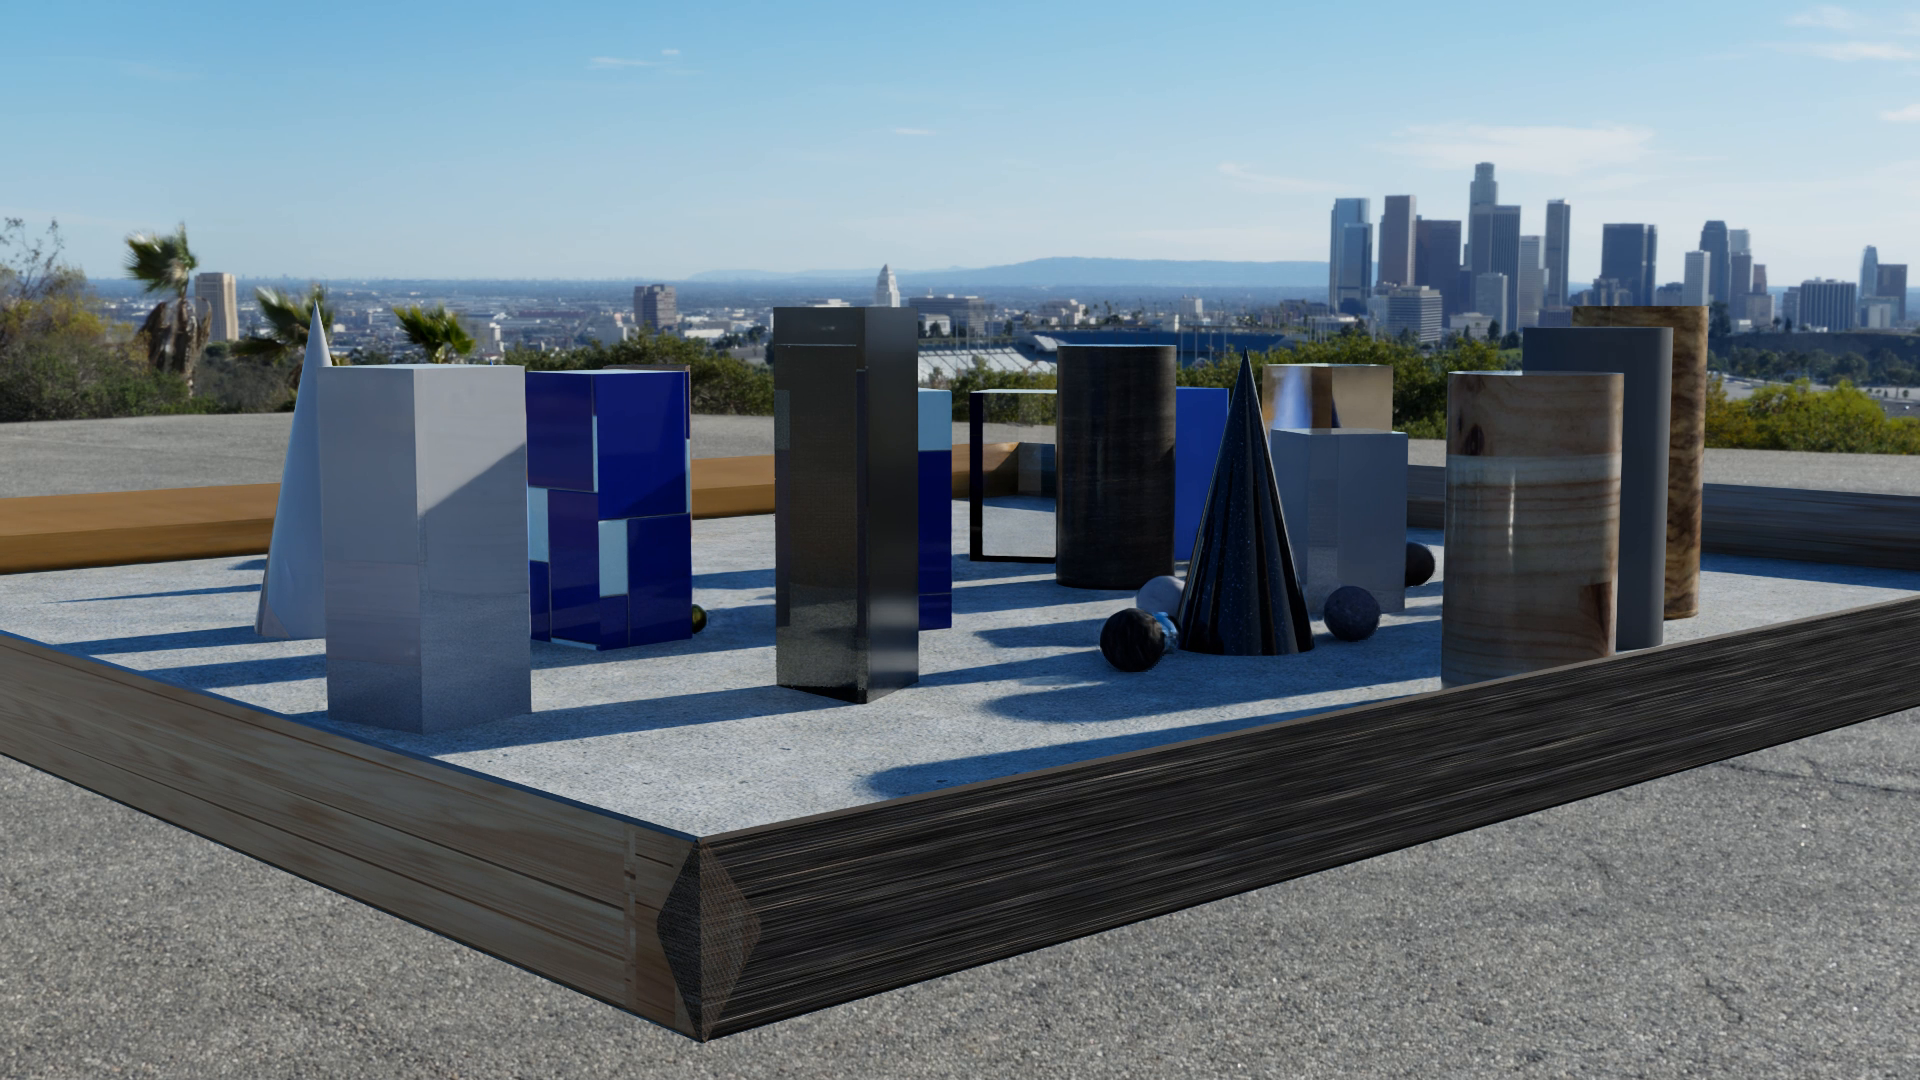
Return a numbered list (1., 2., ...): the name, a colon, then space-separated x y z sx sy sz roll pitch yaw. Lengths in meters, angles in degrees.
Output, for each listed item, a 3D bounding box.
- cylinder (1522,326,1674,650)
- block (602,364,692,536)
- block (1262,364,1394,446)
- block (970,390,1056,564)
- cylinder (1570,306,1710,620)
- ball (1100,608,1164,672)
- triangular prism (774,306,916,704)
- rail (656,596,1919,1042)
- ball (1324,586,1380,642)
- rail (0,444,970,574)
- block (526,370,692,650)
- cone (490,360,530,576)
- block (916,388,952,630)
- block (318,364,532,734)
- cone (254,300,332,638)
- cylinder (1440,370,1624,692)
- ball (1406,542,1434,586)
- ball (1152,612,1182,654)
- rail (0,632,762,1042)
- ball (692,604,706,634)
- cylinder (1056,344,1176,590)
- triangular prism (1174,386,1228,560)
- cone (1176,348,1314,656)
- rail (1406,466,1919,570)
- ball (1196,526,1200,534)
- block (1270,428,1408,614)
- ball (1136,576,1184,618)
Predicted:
1. cylinder: 0.849 -0.075 2.951 0.193 0.420 0.193 0 6 0
2. block: -0.599 -0.167 4.230 0.154 0.336 0.154 0 6 -4
3. block: 0.620 -0.121 3.724 0.154 0.350 0.154 -5 8 -39
4. block: 0.111 -0.117 3.934 0.154 0.298 0.154 2 6 14
5. cylinder: 0.990 -0.118 3.228 0.193 0.448 0.193 0 6 0
6. ball: 0.212 0.123 2.703 0.079 0.079 0.079 0 6 0
7. triangular prism: -0.108 -0.048 2.572 0.145 0.446 0.167 -5 8 -40
8. rail: 0.915 0.136 2.346 2.961 0.125 0.045 -6 8 -42
9. ball: 0.526 0.099 2.955 0.074 0.074 0.074 0 6 0
10. rail: -0.915 -0.071 4.318 2.961 0.125 0.045 -6 8 -42
11. block: -0.472 -0.046 2.961 0.154 0.361 0.154 6 8 43
12. cone: -0.792 -0.127 3.735 0.193 0.360 0.193 0 6 0
13. block: -0.111 -0.046 3.104 0.154 0.331 0.154 -2 6 -21
14. block: -0.581 0.003 2.394 0.154 0.383 0.154 4 7 35
15. cone: -0.887 -0.105 3.050 0.193 0.460 0.193 0 6 0
16. cylinder: 0.649 -0.003 2.500 0.193 0.372 0.193 0 6 0
17. ball: 0.725 0.039 3.532 0.072 0.072 0.072 0 6 0
18. ball: 0.258 0.121 2.840 0.055 0.055 0.055 0 6 0
19. rail: -1.071 0.136 2.350 0.045 0.125 2.746 -6 8 -42
20. ball: -0.367 0.108 3.013 0.041 0.041 0.041 0 6 0
21. cylinder: 0.253 -0.122 3.566 0.193 0.386 0.193 0 6 0
22. triangular prism: 0.380 -0.123 3.973 0.167 0.304 0.145 -1 6 -12
23. cone: 0.375 -0.058 2.905 0.193 0.397 0.193 0 6 0
24. rail: 1.071 -0.071 4.314 0.045 0.125 2.746 -6 8 -42
25. ball: 0.457 -0.003 3.856 0.089 0.089 0.089 0 6 0
26. block: 0.563 -0.031 3.288 0.154 0.263 0.154 -1 6 -13
27. ball: 0.283 0.089 3.014 0.081 0.081 0.081 0 6 0
